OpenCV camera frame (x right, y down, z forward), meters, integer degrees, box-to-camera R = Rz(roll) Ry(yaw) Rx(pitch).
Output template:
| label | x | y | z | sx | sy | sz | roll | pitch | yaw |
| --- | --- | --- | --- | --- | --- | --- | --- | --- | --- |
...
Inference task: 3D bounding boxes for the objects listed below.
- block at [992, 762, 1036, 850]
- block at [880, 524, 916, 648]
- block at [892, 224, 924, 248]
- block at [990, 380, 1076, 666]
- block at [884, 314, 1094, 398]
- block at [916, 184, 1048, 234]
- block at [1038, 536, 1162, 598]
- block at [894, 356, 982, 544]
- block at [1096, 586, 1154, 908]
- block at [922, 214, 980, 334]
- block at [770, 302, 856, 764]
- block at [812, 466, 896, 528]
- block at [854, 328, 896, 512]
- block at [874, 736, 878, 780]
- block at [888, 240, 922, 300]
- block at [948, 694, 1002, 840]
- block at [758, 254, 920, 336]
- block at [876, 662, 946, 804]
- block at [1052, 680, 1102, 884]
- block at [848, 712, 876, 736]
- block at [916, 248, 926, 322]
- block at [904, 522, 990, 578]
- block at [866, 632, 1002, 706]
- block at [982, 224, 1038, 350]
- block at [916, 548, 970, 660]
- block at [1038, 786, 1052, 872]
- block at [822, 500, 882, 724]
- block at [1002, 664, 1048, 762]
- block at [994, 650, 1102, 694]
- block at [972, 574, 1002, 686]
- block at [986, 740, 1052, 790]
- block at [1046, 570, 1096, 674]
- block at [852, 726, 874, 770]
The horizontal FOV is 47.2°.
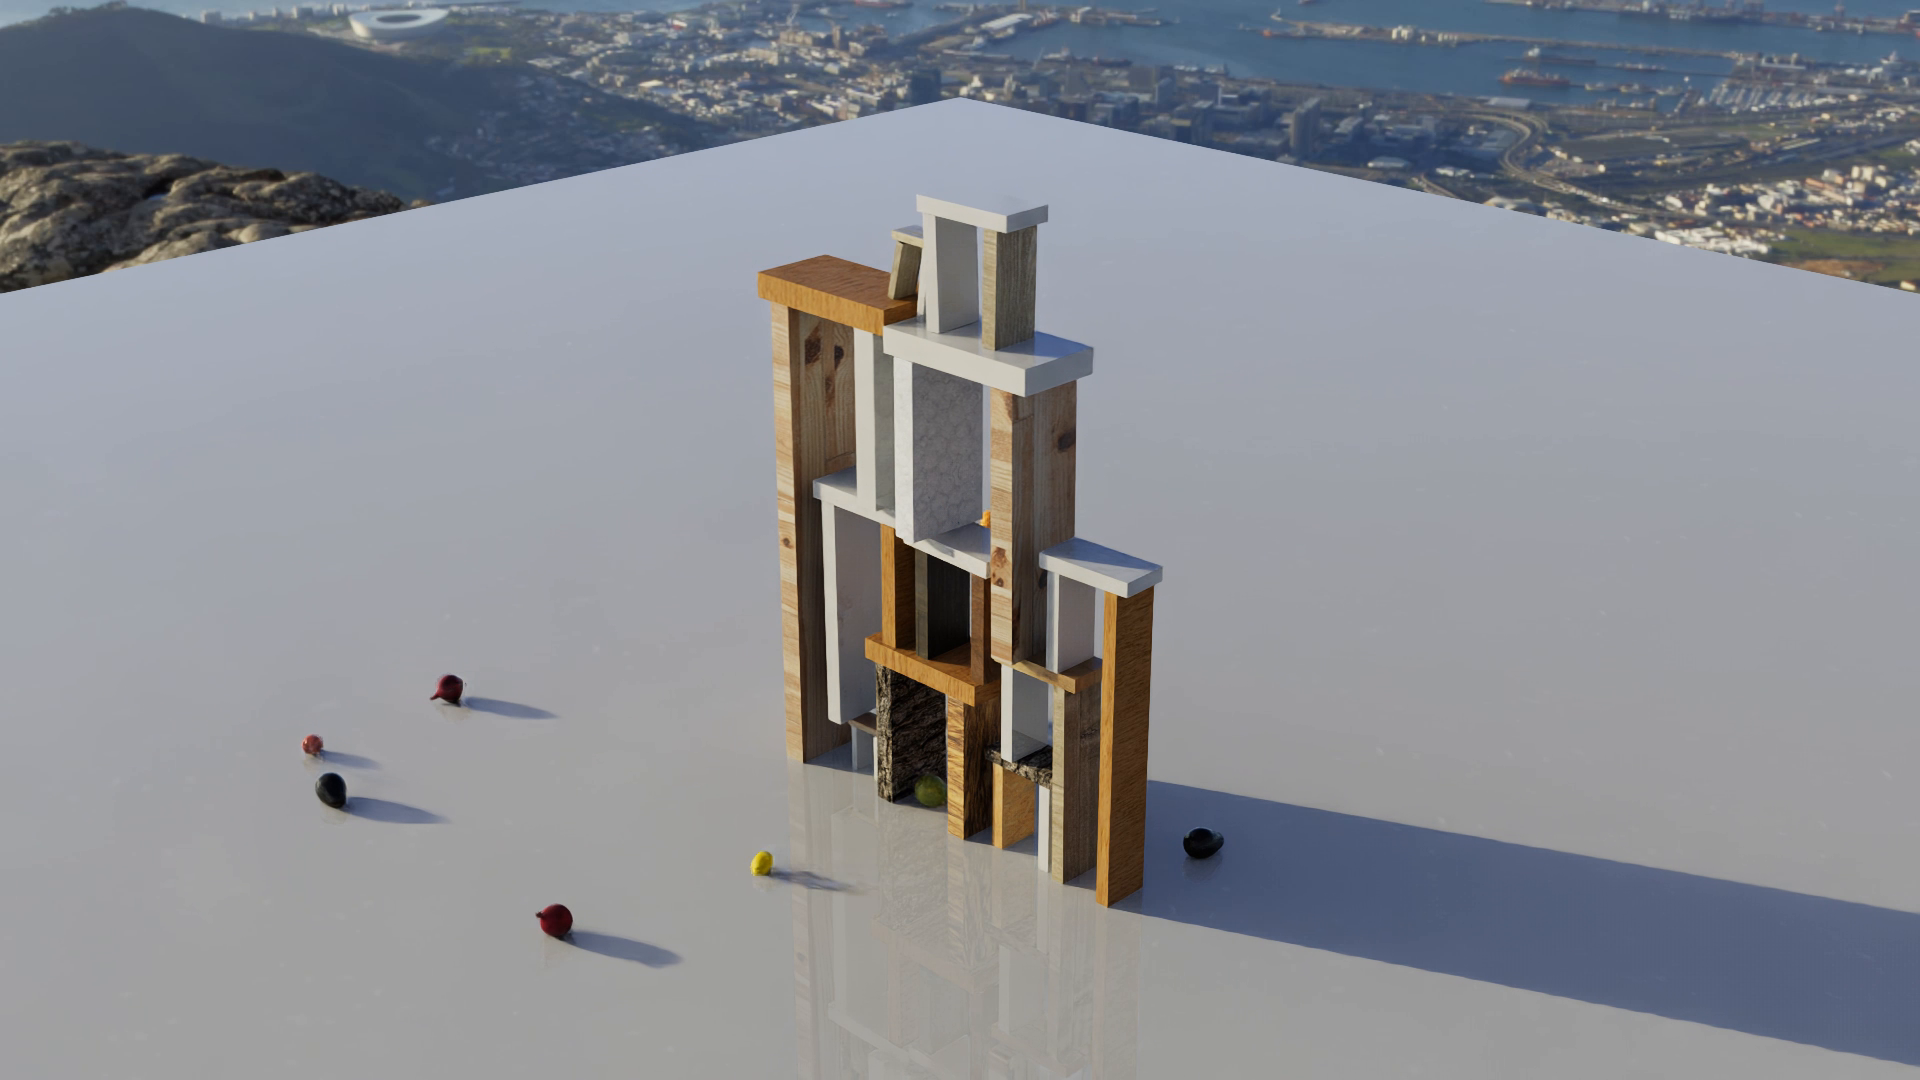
| label | x | y | z | sx | sy | sz | roll | pitch | yaw |
| --- | --- | --- | --- | --- | --- | --- | --- | --- | --- |
| block | 0.106 | 0.507 | 4.328 | 0.093 | 0.185 | 0.026 | -21 | 31 | -40 |
| block | -0.096 | 0.073 | 4.362 | 0.036 | 0.257 | 0.128 | 21 | 31 | 40 |
| block | -0.067 | -0.558 | 4.059 | 0.058 | 0.016 | 0.115 | -20 | 30 | -38 |
| block | 0.135 | -0.046 | 4.053 | 0.051 | 0.535 | 0.180 | 19 | 29 | 39 |
| block | 0.049 | -0.347 | 4.013 | 0.359 | 0.051 | 0.180 | 21 | 31 | 40 |
| block | 0.039 | -0.593 | 3.925 | 0.219 | 0.031 | 0.109 | 21 | 30 | 39 |
| block | 0.253 | 0.048 | 3.958 | 0.203 | 0.029 | 0.102 | 20 | 30 | 38 |
| block | -0.039 | -0.190 | 4.167 | 0.180 | 0.359 | 0.051 | -20 | 30 | -39 |
| block | 0.303 | 0.376 | 4.049 | 0.029 | 0.645 | 0.102 | 21 | 31 | 41 |
| block | -0.016 | -0.498 | 4.022 | 0.031 | 0.219 | 0.109 | 17 | 28 | 40 |
| block | -0.288 | -0.022 | 4.529 | 0.051 | 1.003 | 0.180 | 21 | 31 | 40 |
| block | -0.158 | -0.086 | 4.363 | 0.256 | 0.036 | 0.128 | 21 | 31 | 40 |
| block | -0.119 | -0.252 | 4.248 | 0.051 | 0.360 | 0.180 | 20 | 30 | 39 |
| block | -0.156 | 0.447 | 4.579 | 0.014 | 0.101 | 0.050 | 21 | 31 | 41 |
| block | -0.101 | -0.510 | 4.116 | 0.058 | 0.115 | 0.016 | -22 | 45 | -41 |
| block | 0.046 | 0.426 | 4.363 | 0.043 | 0.307 | 0.153 | 21 | 31 | 41 |
| block | -0.205 | -0.475 | 4.247 | 0.360 | 0.051 | 0.180 | 21 | 31 | 41 |
| block | -0.099 | 0.370 | 4.496 | 0.043 | 0.307 | 0.153 | 21 | 31 | 41 |
| block | 0.221 | 0.450 | 4.171 | 0.101 | 0.413 | 0.029 | -21 | 30 | -40 |
| block | -0.180 | 0.384 | 4.579 | 0.101 | 0.014 | 0.050 | 19 | 30 | 39 |
| block | -0.049 | -0.476 | 4.069 | 0.016 | 0.142 | 0.058 | 29 | 35 | 36 |
| block | 0.013 | 0.009 | 4.202 | 0.117 | 0.033 | 0.234 | -20 | 30 | -38 |
| block | -0.027 | 0.237 | 4.361 | 0.307 | 0.043 | 0.153 | 21 | 31 | 41 |
| block | 0.088 | -0.457 | 3.926 | 0.031 | 0.219 | 0.109 | 21 | 30 | 38 |
| block | -0.034 | 0.107 | 4.312 | 0.033 | 0.234 | 0.117 | 21 | 31 | 40 |
| block | 0.194 | 0.541 | 4.247 | 0.093 | 0.185 | 0.026 | -20 | 30 | -39 |
| block | -0.219 | 0.134 | 4.522 | 0.036 | 0.492 | 0.128 | 19 | 30 | 39 |
| block | 0.125 | 0.317 | 4.215 | 0.029 | 0.202 | 0.101 | 21 | 31 | 41 |
| block | 0.173 | 0.228 | 4.128 | 0.202 | 0.029 | 0.101 | 20 | 30 | 40 |
| block | 0.074 | 0.151 | 4.209 | 0.117 | 0.234 | 0.033 | -21 | 31 | -41 |
| block | 0.148 | 0.427 | 4.246 | 0.093 | 0.026 | 0.185 | -21 | 31 | -40 |
| block | 0.205 | 0.135 | 4.051 | 0.029 | 0.203 | 0.102 | 21 | 31 | 40 |
| block | -0.204 | 0.428 | 4.623 | 0.014 | 0.101 | 0.050 | 20 | 30 | 39 |
